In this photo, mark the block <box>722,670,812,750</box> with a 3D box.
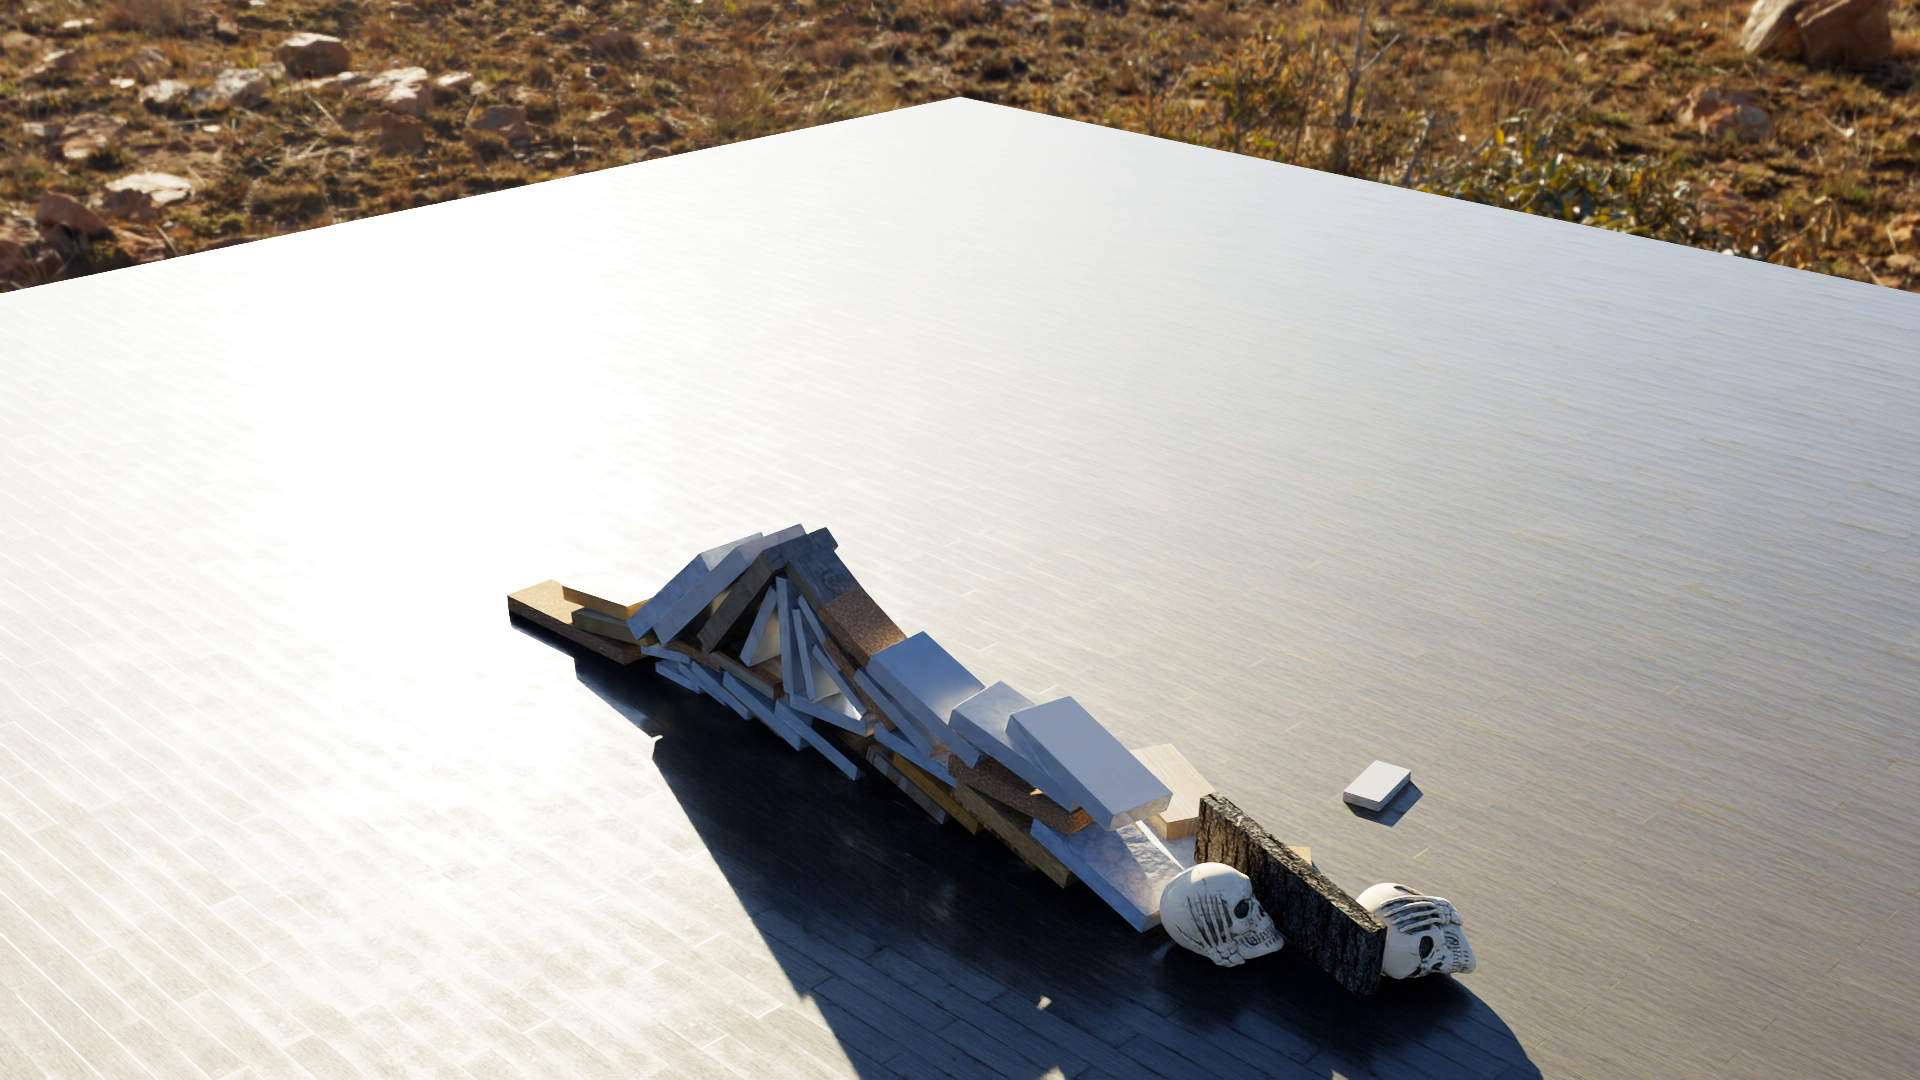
[{"bbox_3d":[-0.383,0.351,4.783,0.130,0.037,0.259,-21,46,-40],"label":"block"}]

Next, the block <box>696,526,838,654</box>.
[{"bbox_3d":[-0.415,0.110,4.727,0.179,0.358,0.051,-22,72,-41],"label":"block"}]

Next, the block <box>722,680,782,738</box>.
[{"bbox_3d":[-0.419,0.351,4.830,0.101,0.029,0.202,-21,47,-41],"label":"block"}]

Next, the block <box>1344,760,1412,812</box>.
[{"bbox_3d":[0.861,0.507,4.538,0.079,0.022,0.158,15,27,31],"label":"block"}]

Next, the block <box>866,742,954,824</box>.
[{"bbox_3d":[-0.071,0.482,4.503,0.116,0.033,0.232,-22,47,-41],"label":"block"}]

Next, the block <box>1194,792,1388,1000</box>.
[{"bbox_3d":[0.594,0.641,4.009,0.041,0.145,0.472,-16,33,-29],"label":"block"}]

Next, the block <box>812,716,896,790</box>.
[{"bbox_3d":[-0.191,0.426,4.604,0.116,0.033,0.232,-21,46,-41],"label":"block"}]

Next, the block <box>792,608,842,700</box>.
[{"bbox_3d":[-0.294,0.231,4.609,0.088,0.193,0.025,-15,6,-44],"label":"block"}]

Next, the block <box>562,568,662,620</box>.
[{"bbox_3d":[-0.808,0.129,5.199,0.134,0.038,0.268,-21,24,-40],"label":"block"}]

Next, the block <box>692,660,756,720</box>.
[{"bbox_3d":[-0.497,0.319,4.901,0.101,0.029,0.202,-20,46,-40],"label":"block"}]

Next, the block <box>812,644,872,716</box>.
[{"bbox_3d":[-0.222,0.278,4.574,0.088,0.025,0.176,-24,69,-44],"label":"block"}]

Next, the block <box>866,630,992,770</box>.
[{"bbox_3d":[-0.025,0.314,4.360,0.308,0.044,0.154,41,41,24],"label":"block"}]

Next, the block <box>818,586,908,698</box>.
[{"bbox_3d":[-0.171,0.206,4.471,0.233,0.033,0.117,47,43,15],"label":"block"}]

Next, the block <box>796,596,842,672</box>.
[{"bbox_3d":[-0.260,0.182,4.575,0.088,0.176,0.025,-20,-15,-43],"label":"block"}]

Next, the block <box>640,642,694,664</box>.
[{"bbox_3d":[-0.644,0.246,5.013,0.160,0.023,0.080,9,23,38],"label":"block"}]

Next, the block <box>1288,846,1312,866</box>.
[{"bbox_3d":[0.635,0.639,4.226,0.079,0.022,0.158,2,23,5],"label":"block"}]

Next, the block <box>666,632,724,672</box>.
[{"bbox_3d":[-0.565,0.237,4.944,0.101,0.029,0.202,-21,31,-40],"label":"block"}]

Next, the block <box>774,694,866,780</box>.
[{"bbox_3d":[-0.260,0.403,4.679,0.130,0.037,0.259,-22,46,-41],"label":"block"}]

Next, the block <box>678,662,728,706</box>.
[{"bbox_3d":[-0.550,0.311,4.948,0.160,0.023,0.080,34,39,32],"label":"block"}]

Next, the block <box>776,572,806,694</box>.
[{"bbox_3d":[-0.327,0.185,4.645,0.033,0.263,0.116,17,28,41],"label":"block"}]

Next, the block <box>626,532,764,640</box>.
[{"bbox_3d":[-0.584,0.104,4.906,0.179,0.051,0.358,-21,-12,-43],"label":"block"}]

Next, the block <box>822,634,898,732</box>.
[{"bbox_3d":[-0.167,0.276,4.518,0.117,0.033,0.233,-25,70,-44],"label":"block"}]

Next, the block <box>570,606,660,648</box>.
[{"bbox_3d":[-0.769,0.187,5.132,0.268,0.038,0.134,11,24,41],"label":"block"}]

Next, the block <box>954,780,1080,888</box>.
[{"bbox_3d":[0.151,0.544,4.293,0.154,0.044,0.309,-21,46,-40],"label":"block"}]

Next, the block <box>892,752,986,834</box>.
[{"bbox_3d":[-0.008,0.489,4.453,0.123,0.035,0.247,-22,47,-40],"label":"block"}]

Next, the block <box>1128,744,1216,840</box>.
[{"bbox_3d":[0.418,0.503,4.417,0.145,0.041,0.291,-8,24,-19],"label":"block"}]

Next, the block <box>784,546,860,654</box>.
[{"bbox_3d":[-0.251,0.122,4.551,0.116,0.033,0.232,-21,64,-42],"label":"block"}]

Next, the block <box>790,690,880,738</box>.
[{"bbox_3d":[-0.236,0.348,4.622,0.232,0.033,0.116,17,28,41],"label":"block"}]

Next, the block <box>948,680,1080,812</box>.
[{"bbox_3d":[0.144,0.394,4.240,0.308,0.044,0.154,33,37,25],"label":"block"}]

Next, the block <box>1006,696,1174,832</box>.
[{"bbox_3d":[0.243,0.420,4.163,0.154,0.044,0.308,-14,43,-38],"label":"block"}]

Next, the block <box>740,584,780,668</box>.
[{"bbox_3d":[-0.387,0.169,4.711,0.116,0.232,0.033,-22,60,-41],"label":"block"}]

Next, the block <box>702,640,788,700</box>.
[{"bbox_3d":[-0.435,0.265,4.810,0.130,0.037,0.259,-19,33,-38],"label":"block"}]

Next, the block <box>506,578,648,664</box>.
[{"bbox_3d":[-0.893,0.192,5.259,0.451,0.038,0.134,20,30,39],"label":"block"}]

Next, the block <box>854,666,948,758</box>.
[{"bbox_3d":[-0.096,0.330,4.445,0.117,0.033,0.233,-24,61,-43],"label":"block"}]

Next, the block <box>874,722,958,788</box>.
[{"bbox_3d":[-0.045,0.417,4.458,0.123,0.035,0.247,-20,34,-39],"label":"block"}]

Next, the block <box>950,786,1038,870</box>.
[{"bbox_3d":[0.110,0.545,4.349,0.123,0.035,0.247,-21,46,-40],"label":"block"}]

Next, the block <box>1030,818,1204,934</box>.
[{"bbox_3d":[0.295,0.606,4.171,0.154,0.044,0.309,-19,45,-38],"label":"block"}]

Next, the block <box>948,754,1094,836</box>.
[{"bbox_3d":[0.143,0.467,4.273,0.309,0.044,0.154,22,31,36],"label":"block"}]

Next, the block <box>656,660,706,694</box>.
[{"bbox_3d":[-0.613,0.303,5.017,0.080,0.023,0.160,-21,31,-40],"label":"block"}]

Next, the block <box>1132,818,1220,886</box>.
[{"bbox_3d":[0.432,0.587,4.326,0.145,0.041,0.291,-8,24,-17],"label":"block"}]

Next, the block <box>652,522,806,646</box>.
[{"bbox_3d":[-0.502,0.100,4.811,0.179,0.051,0.424,-22,-12,-41],"label":"block"}]
